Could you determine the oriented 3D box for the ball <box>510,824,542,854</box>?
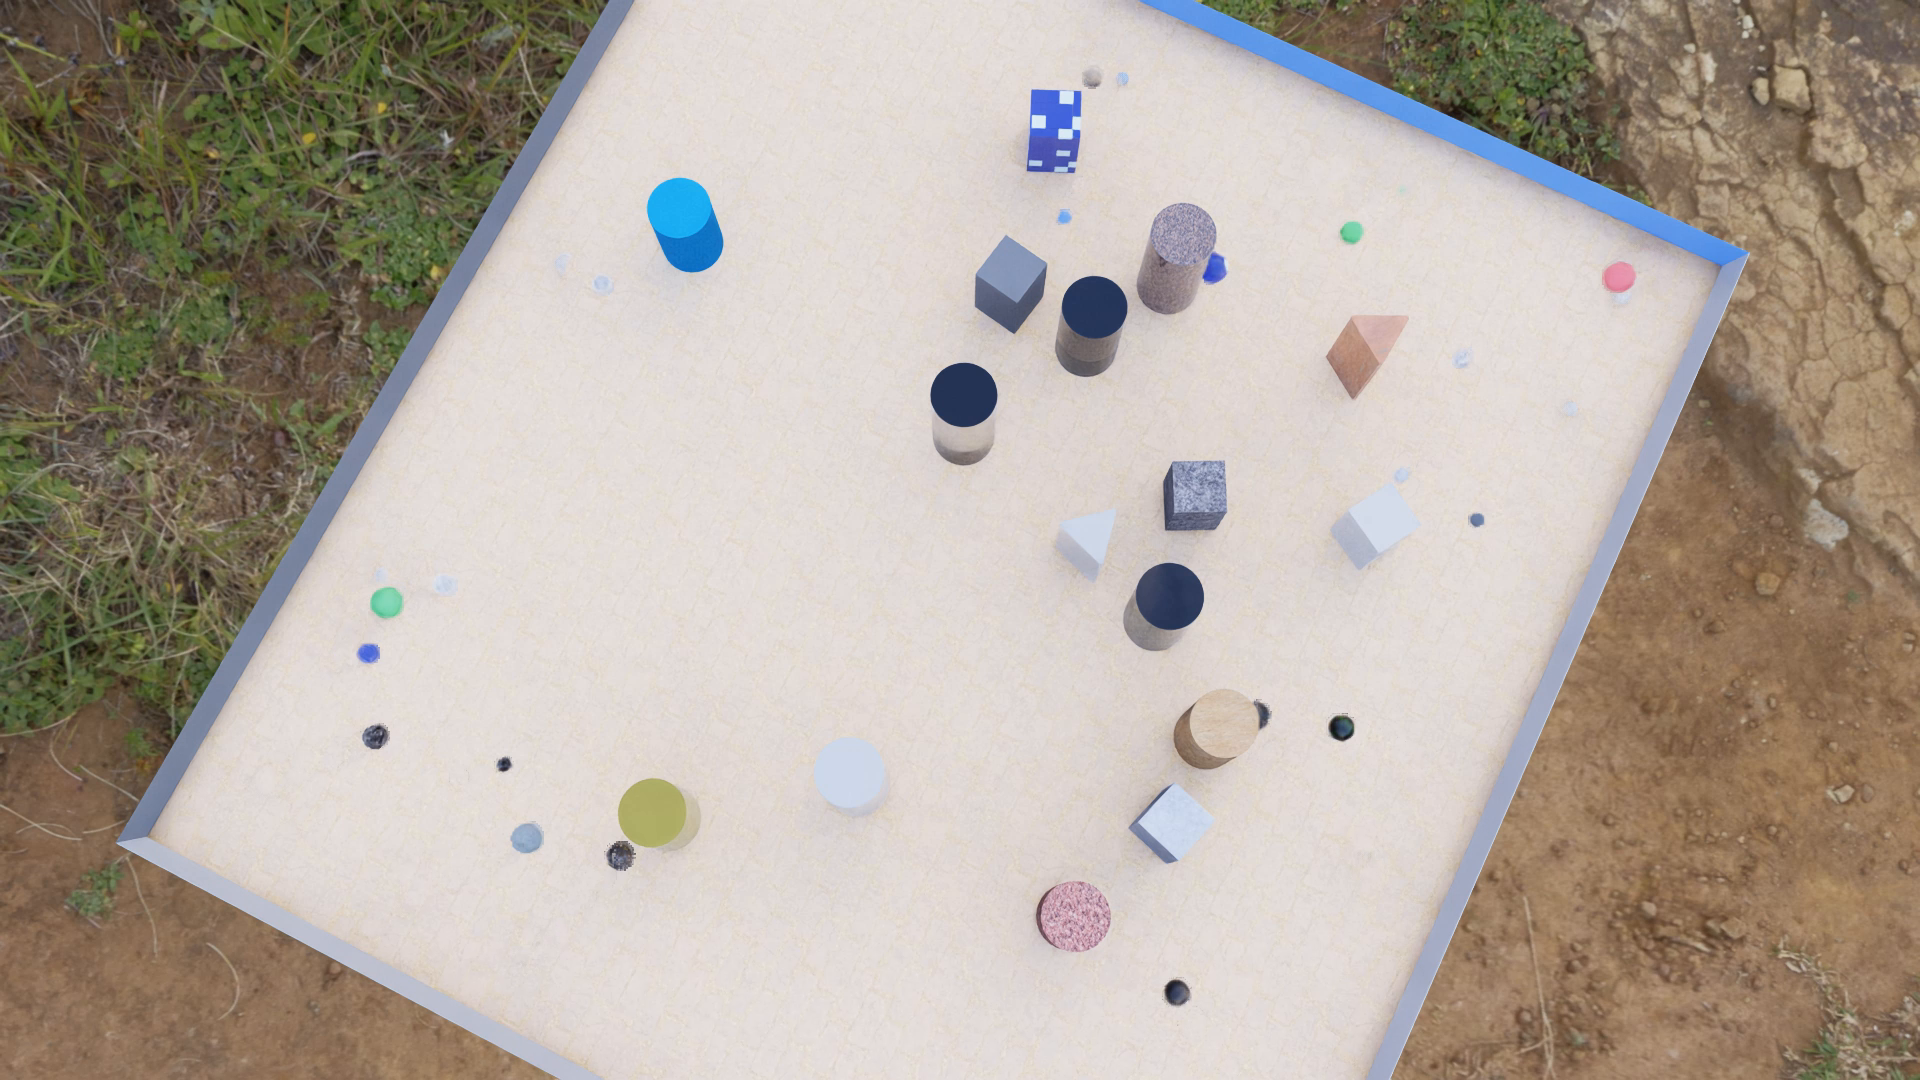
[{"bbox_3d":[-1.274,0.878,5.389,0.090,0.090,0.090,0,78,0],"label":"ball"}]

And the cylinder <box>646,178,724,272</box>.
[{"bbox_3d":[-0.846,-0.970,5.665,0.193,0.299,0.193,0,78,0],"label":"cylinder"}]

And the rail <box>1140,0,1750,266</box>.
[{"bbox_3d":[0.839,-1.637,5.890,3.568,0.126,0.045,26,80,5],"label":"rail"}]

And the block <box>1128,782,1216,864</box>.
[{"bbox_3d":[0.608,0.819,5.285,0.155,0.317,0.155,43,81,8],"label":"block"}]

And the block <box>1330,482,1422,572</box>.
[{"bbox_3d":[1.240,-0.038,5.482,0.155,0.278,0.155,-33,80,-6],"label":"block"}]

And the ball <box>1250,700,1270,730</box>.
[{"bbox_3d":[0.876,0.524,5.458,0.093,0.093,0.093,0,78,0],"label":"ball"}]

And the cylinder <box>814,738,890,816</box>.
[{"bbox_3d":[-0.305,0.683,5.246,0.193,0.448,0.193,0,78,0],"label":"cylinder"}]

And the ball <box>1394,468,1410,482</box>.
[{"bbox_3d":[1.358,-0.199,5.635,0.045,0.045,0.045,0,78,0],"label":"ball"}]

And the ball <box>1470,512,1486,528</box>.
[{"bbox_3d":[1.584,-0.061,5.607,0.044,0.044,0.044,0,78,0],"label":"ball"}]

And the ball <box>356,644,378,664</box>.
[{"bbox_3d":[-1.782,0.342,5.514,0.062,0.062,0.062,0,78,0],"label":"ball"}]

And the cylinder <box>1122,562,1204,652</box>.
[{"bbox_3d":[0.592,0.200,5.364,0.193,0.414,0.193,0,78,0],"label":"cylinder"}]

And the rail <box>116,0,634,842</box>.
[{"bbox_3d":[-1.574,-0.764,5.709,0.045,0.126,3.801,26,80,5],"label":"rail"}]

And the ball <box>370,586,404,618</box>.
[{"bbox_3d":[-1.730,0.189,5.529,0.095,0.095,0.095,0,78,0],"label":"ball"}]

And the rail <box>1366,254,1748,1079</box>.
[{"bbox_3d":[1.574,0.778,5.390,0.045,0.126,3.801,26,80,5],"label":"rail"}]

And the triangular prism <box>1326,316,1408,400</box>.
[{"bbox_3d":[1.208,-0.580,5.543,0.145,0.380,0.167,30,80,6],"label":"triangular prism"}]

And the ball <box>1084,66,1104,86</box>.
[{"bbox_3d":[0.429,-1.492,5.891,0.067,0.067,0.067,0,78,0],"label":"ball"}]

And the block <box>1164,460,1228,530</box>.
[{"bbox_3d":[0.705,-0.132,5.512,0.155,0.257,0.155,-1,78,0],"label":"block"}]

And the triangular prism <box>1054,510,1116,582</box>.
[{"bbox_3d":[0.401,-0.008,5.462,0.145,0.306,0.167,-44,82,-8],"label":"triangular prism"}]

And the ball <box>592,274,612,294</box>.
[{"bbox_3d":[-1.122,-0.802,5.750,0.064,0.064,0.064,0,78,0],"label":"ball"}]

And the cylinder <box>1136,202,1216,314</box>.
[{"bbox_3d":[0.653,-0.849,5.566,0.193,0.442,0.193,0,78,0],"label":"cylinder"}]

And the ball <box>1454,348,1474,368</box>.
[{"bbox_3d":[1.567,-0.566,5.704,0.059,0.059,0.059,0,78,0],"label":"ball"}]

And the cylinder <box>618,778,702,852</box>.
[{"bbox_3d":[-0.866,0.797,5.299,0.193,0.299,0.193,0,78,0],"label":"cylinder"}]

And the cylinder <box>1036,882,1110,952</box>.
[{"bbox_3d":[0.320,1.073,5.223,0.193,0.336,0.193,0,78,0],"label":"cylinder"}]

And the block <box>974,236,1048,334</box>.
[{"bbox_3d":[0.154,-0.781,5.625,0.155,0.299,0.155,36,81,7],"label":"block"}]

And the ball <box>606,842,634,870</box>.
[{"bbox_3d":[-0.999,0.929,5.384,0.078,0.078,0.078,0,78,0],"label":"ball"}]

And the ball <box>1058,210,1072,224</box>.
[{"bbox_3d":[0.332,-1.022,5.806,0.043,0.043,0.043,0,78,0],"label":"ball"}]

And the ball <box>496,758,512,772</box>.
[{"bbox_3d":[-1.357,0.670,5.456,0.043,0.043,0.043,0,78,0],"label":"ball"}]

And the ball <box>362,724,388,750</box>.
[{"bbox_3d":[-1.742,0.587,5.458,0.072,0.072,0.072,0,78,0],"label":"ball"}]

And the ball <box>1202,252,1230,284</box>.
[{"bbox_3d":[0.793,-0.852,5.737,0.097,0.097,0.097,0,78,0],"label":"ball"}]

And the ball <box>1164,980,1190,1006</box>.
[{"bbox_3d":[0.628,1.311,5.306,0.077,0.077,0.077,0,78,0],"label":"ball"}]

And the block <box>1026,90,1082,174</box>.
[{"bbox_3d":[0.293,-1.279,5.744,0.155,0.269,0.155,2,78,0],"label":"block"}]

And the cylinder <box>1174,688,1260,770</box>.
[{"bbox_3d":[0.737,0.551,5.298,0.193,0.400,0.193,0,78,0],"label":"cylinder"}]

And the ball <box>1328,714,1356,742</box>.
[{"bbox_3d":[1.137,0.560,5.460,0.079,0.079,0.079,0,78,0],"label":"ball"}]

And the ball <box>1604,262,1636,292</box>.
[{"bbox_3d":[2.066,-0.824,5.739,0.094,0.094,0.094,0,78,0],"label":"ball"}]

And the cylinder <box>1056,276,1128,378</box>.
[{"bbox_3d":[0.394,-0.642,5.551,0.193,0.389,0.193,0,78,0],"label":"cylinder"}]

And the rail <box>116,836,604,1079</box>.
[{"bbox_3d":[-0.839,1.651,5.210,3.568,0.126,0.045,26,80,5],"label":"rail"}]

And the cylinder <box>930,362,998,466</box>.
[{"bbox_3d":[0.011,-0.370,5.463,0.193,0.450,0.193,0,78,0],"label":"cylinder"}]

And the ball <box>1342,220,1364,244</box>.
[{"bbox_3d":[1.238,-0.972,5.781,0.071,0.071,0.071,0,78,0],"label":"ball"}]

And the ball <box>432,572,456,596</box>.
[{"bbox_3d":[-1.561,0.135,5.553,0.070,0.070,0.070,0,78,0],"label":"ball"}]
